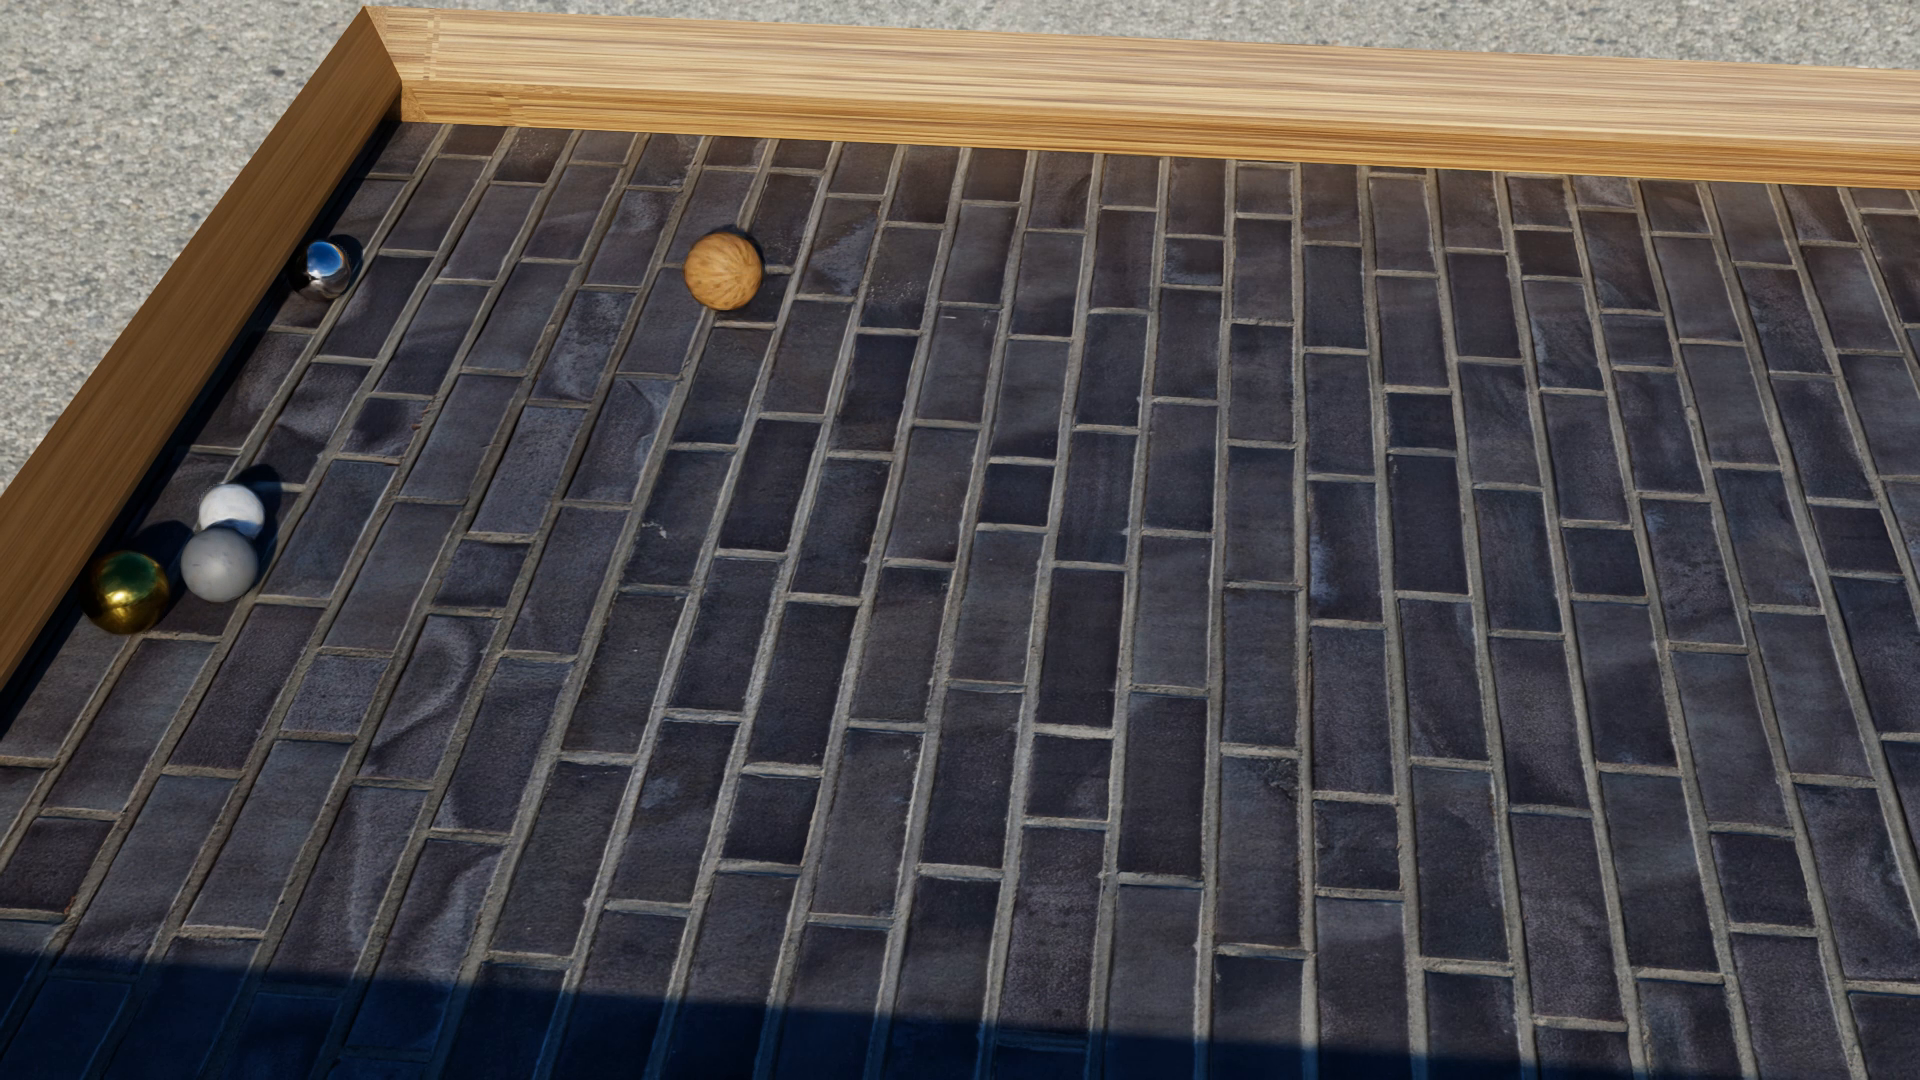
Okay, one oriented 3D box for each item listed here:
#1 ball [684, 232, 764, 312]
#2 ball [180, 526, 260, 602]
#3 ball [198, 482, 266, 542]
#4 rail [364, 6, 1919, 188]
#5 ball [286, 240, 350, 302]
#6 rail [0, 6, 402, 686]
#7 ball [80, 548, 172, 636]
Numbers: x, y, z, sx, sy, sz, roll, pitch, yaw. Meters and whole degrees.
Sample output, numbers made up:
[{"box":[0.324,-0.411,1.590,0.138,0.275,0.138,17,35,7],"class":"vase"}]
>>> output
[{"box":[-0.213,-0.242,2.313,0.071,0.071,0.071,0,35,0],"class":"ball"},{"box":[-0.562,0.019,1.947,0.058,0.058,0.058,0,35,0],"class":"ball"},{"box":[-0.570,-0.020,2.009,0.051,0.051,0.051,0,35,0],"class":"ball"},{"box":[0.751,-0.395,2.486,2.725,0.125,0.045,3,35,5],"class":"rail"},{"box":[-0.582,-0.244,2.329,0.056,0.056,0.056,0,35,0],"class":"ball"},{"box":[-0.654,-0.065,2.009,0.045,0.125,1.489,3,35,5],"class":"rail"},{"box":[-0.622,0.039,1.912,0.065,0.065,0.065,0,35,0],"class":"ball"}]
